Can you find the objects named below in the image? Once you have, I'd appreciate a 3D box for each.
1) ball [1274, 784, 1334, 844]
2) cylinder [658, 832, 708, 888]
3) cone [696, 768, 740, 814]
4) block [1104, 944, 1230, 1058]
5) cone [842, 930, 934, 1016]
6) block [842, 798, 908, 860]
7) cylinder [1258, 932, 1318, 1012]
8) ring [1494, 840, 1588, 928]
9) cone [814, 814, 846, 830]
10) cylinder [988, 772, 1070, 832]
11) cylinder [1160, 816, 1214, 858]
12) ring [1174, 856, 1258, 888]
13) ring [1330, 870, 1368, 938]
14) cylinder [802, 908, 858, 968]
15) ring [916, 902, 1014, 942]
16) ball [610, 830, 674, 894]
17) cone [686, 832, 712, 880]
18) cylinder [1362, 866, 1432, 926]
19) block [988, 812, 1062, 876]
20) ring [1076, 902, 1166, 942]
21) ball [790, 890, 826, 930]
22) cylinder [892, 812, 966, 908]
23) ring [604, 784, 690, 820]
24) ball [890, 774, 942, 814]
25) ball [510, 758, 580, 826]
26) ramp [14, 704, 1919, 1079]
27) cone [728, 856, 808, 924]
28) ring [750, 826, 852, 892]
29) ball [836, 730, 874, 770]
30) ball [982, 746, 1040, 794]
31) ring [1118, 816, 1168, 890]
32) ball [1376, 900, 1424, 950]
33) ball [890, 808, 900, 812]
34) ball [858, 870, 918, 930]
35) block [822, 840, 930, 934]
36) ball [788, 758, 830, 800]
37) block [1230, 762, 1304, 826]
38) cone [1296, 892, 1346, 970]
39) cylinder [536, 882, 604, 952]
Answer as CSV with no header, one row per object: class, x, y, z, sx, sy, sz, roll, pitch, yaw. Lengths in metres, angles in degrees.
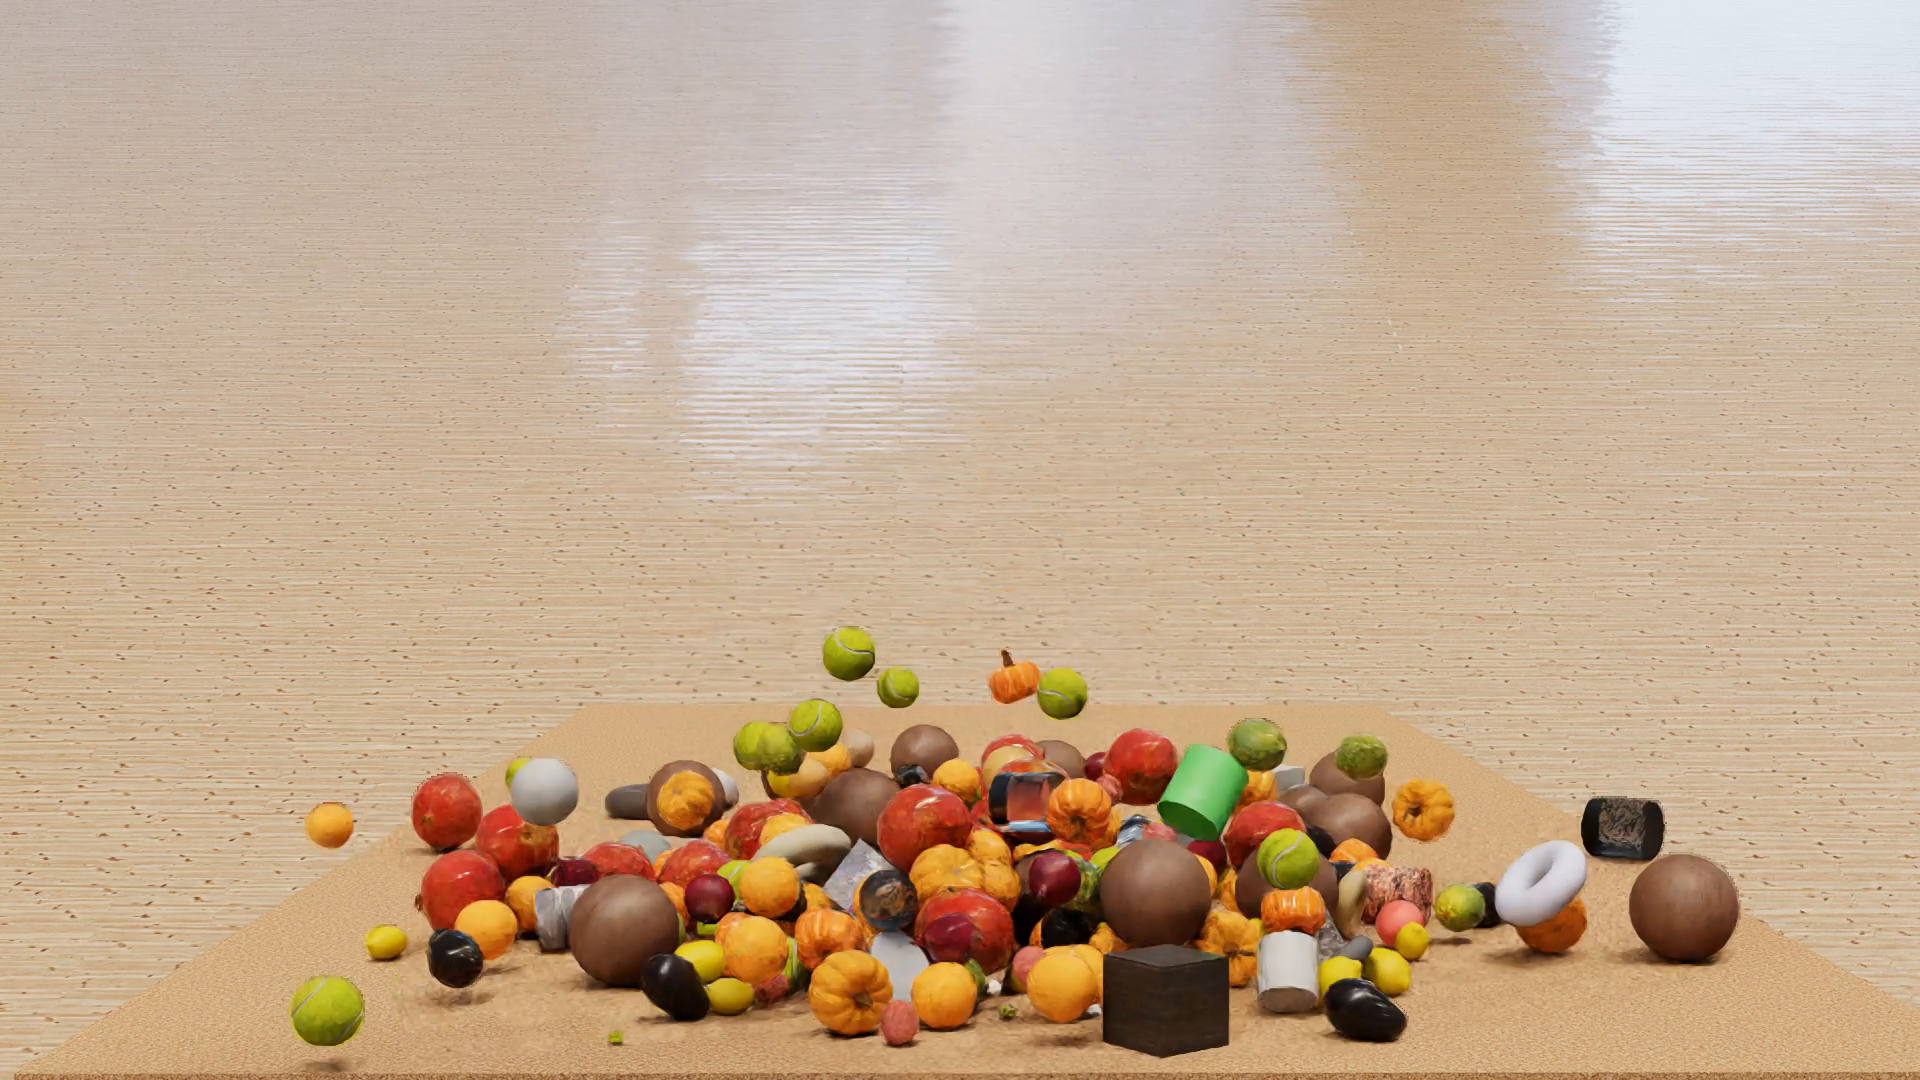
ball,0.550,0.439,4.130,0.095,0.095,0.095,0,25,0
cylinder,-0.409,0.464,3.725,0.069,0.069,0.069,12,28,15
cone,-0.442,0.457,4.513,0.082,0.082,0.082,11,32,22
block,0.215,0.480,2.691,0.093,0.093,0.093,-1,2,-37
cone,-0.099,0.499,2.874,0.100,0.100,0.100,-31,8,33
block,-0.129,0.435,3.707,0.087,0.087,0.087,16,9,0
cylinder,0.361,0.475,2.837,0.066,0.066,0.066,2,55,4
ring,0.703,0.416,3.121,0.128,0.043,0.128,-40,12,10
cone,-0.188,0.461,3.971,0.063,0.063,0.063,-14,6,2
cylinder,0.083,0.312,3.066,0.071,0.071,0.071,-4,20,32
cylinder,0.349,0.446,3.961,0.069,0.069,0.069,-12,-17,-4
ring,0.368,0.478,3.713,0.120,0.040,0.120,1,-2,0
ring,0.495,0.464,3.287,0.030,0.090,0.090,18,30,21
cylinder,-0.156,0.480,3.113,0.065,0.065,0.065,0,-2,-1
ring,0.006,0.484,3.272,0.126,0.042,0.126,-4,-5,0
ball,-0.449,0.455,3.644,0.091,0.091,0.091,0,25,0
cone,-0.398,0.462,3.793,0.067,0.067,0.067,0,2,0
cylinder,0.573,0.468,3.389,0.077,0.077,0.077,-3,22,27
block,0.096,0.451,3.837,0.084,0.084,0.084,1,1,-21
ring,0.206,0.490,3.305,0.116,0.039,0.116,1,1,0
ball,-0.202,0.480,3.360,0.056,0.056,0.056,0,25,0
cylinder,-0.042,0.409,3.293,0.088,0.088,0.088,9,30,-5
ring,-0.542,0.453,4.473,0.148,0.049,0.148,-2,2,0
ball,-0.073,0.438,4.321,0.088,0.088,0.088,0,25,0
ball,-0.515,0.312,3.197,0.085,0.085,0.085,0,25,0
ramp,0.058,0.525,4.563,2.000,0.100,4.000,0,2,0
cone,-0.241,0.434,3.098,0.085,0.085,0.085,-17,30,-26
ring,-0.200,0.403,3.238,0.136,0.136,0.045,-11,59,-22
ball,-0.209,0.420,5.163,0.078,0.078,0.078,0,25,0
ball,0.069,0.318,3.482,0.081,0.081,0.081,0,25,0
ring,0.249,0.425,3.511,0.035,0.104,0.104,-18,16,29
ball,0.550,0.481,3.224,0.060,0.060,0.060,0,25,0
ball,-0.109,0.447,3.842,0.096,0.096,0.096,0,25,0
ball,-0.080,0.399,2.864,0.066,0.066,0.066,0,25,0
block,-0.104,0.428,3.151,0.078,0.078,0.078,34,84,33
ball,-0.225,0.356,3.845,0.060,0.060,0.060,0,25,0
block,0.523,0.433,4.398,0.092,0.092,0.092,1,2,39
cone,0.433,0.468,3.116,0.092,0.092,0.092,0,2,0
cylinder,-0.486,0.470,3.215,0.077,0.077,0.077,-6,26,-6
